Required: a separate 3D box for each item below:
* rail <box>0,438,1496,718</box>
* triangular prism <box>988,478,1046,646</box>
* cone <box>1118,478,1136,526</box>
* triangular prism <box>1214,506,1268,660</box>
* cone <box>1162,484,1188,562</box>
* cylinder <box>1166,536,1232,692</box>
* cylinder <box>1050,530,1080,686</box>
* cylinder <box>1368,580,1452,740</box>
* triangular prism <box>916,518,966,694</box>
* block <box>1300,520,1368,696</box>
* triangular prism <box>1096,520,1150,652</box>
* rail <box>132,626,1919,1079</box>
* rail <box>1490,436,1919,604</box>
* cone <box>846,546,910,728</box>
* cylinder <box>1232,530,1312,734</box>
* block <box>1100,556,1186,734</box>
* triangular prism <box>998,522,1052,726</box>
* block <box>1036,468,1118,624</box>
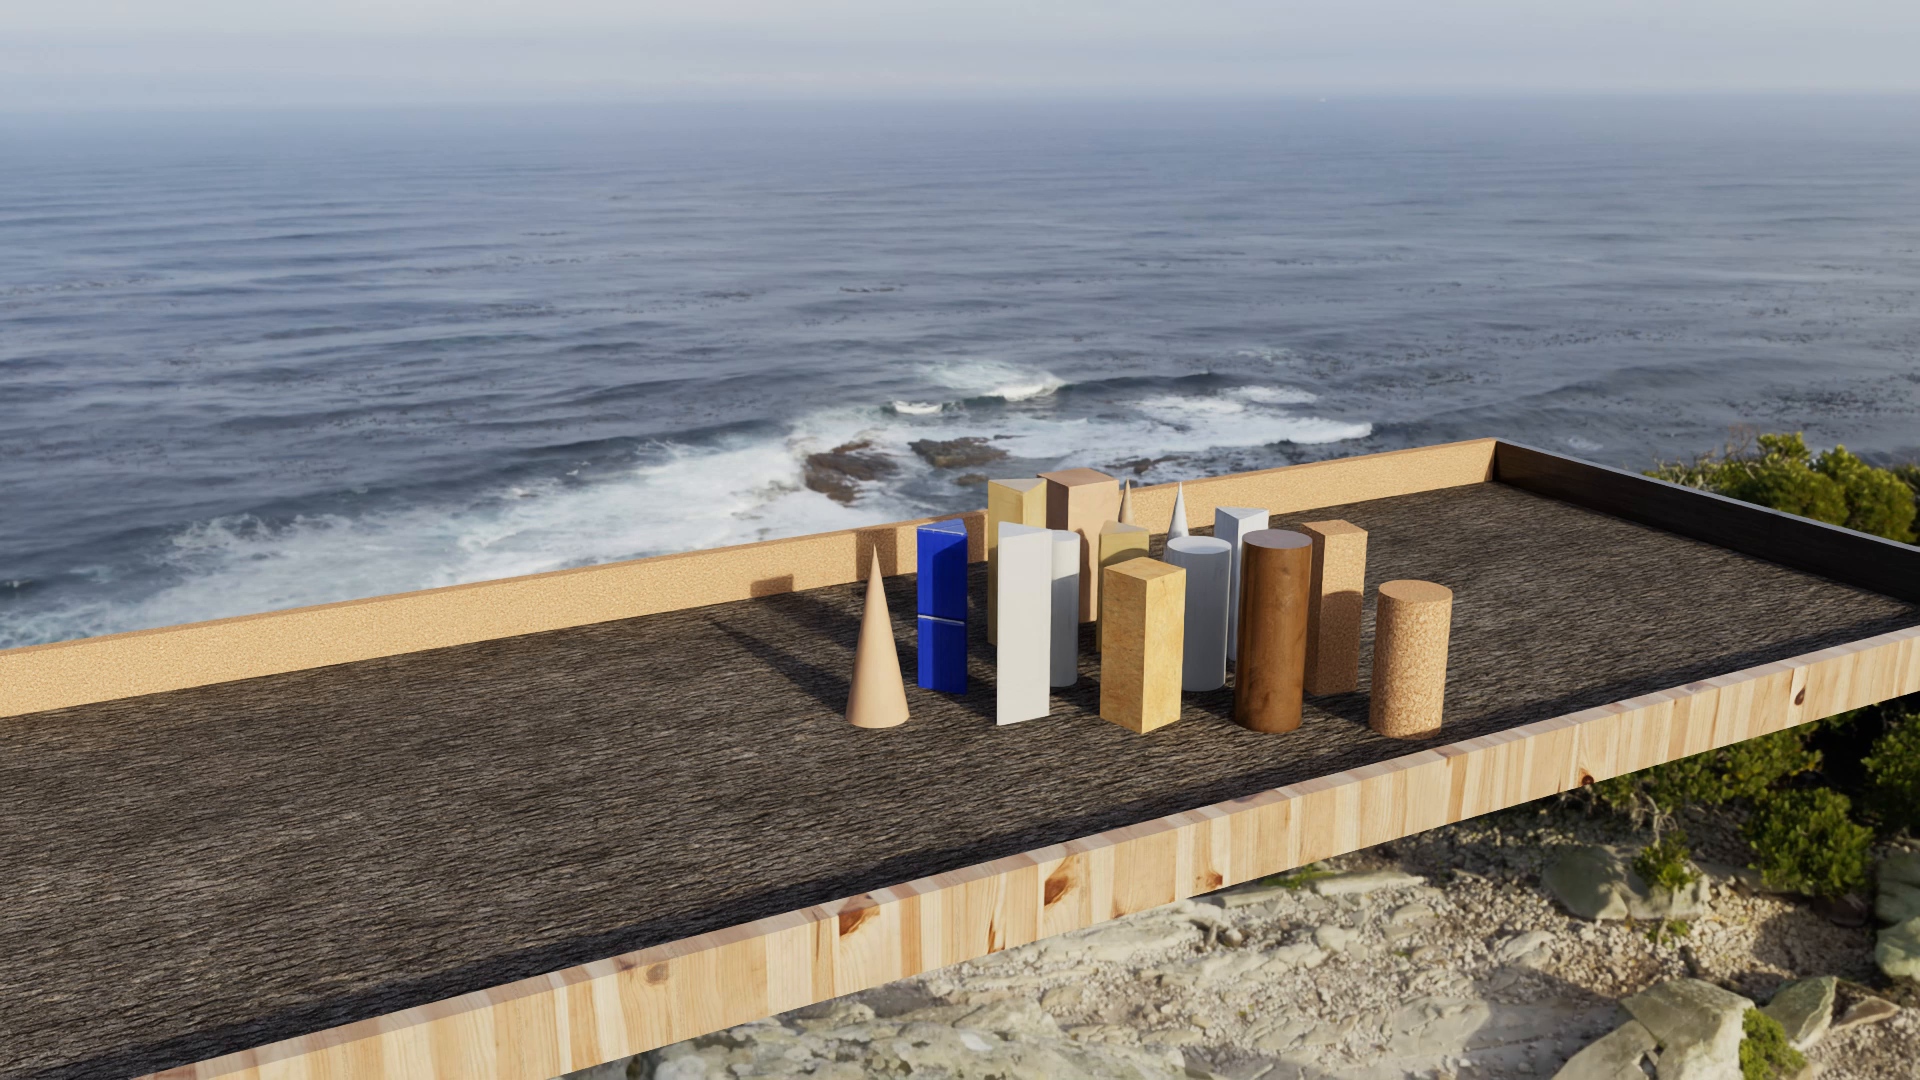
[{"bbox_3d":[-3.305,0.497,3.399,12.000,0.150,0.050,-9,18,-27],"label":"rail"},{"bbox_3d":[0.172,0.064,4.345,0.132,0.447,0.152,-12,20,-35],"label":"triangular prism"},{"bbox_3d":[0.487,-0.026,4.841,0.133,0.339,0.133,0,16,0],"label":"cone"},{"bbox_3d":[0.712,0.106,4.321,0.117,0.380,0.135,14,21,39],"label":"triangular prism"},{"bbox_3d":[0.609,0.019,4.607,0.143,0.386,0.143,0,16,0],"label":"cone"},{"bbox_3d":[0.588,0.182,4.105,0.157,0.355,0.157,0,16,0],"label":"cylinder"},{"bbox_3d":[0.245,0.171,4.104,0.102,0.378,0.102,0,16,0],"label":"cylinder"},{"bbox_3d":[1.042,0.276,3.821,0.164,0.335,0.164,0,16,0],"label":"cylinder"},{"bbox_3d":[-0.022,0.159,4.079,0.132,0.414,0.114,7,18,24],"label":"triangular prism"},{"bbox_3d":[0.908,0.166,4.061,0.115,0.410,0.115,-5,17,-18],"label":"block"},{"bbox_3d":[0.410,0.118,4.382,0.139,0.323,0.120,-5,17,-17],"label":"triangular prism"},{"bbox_3d":[-2.336,1.006,1.665,12.000,0.150,0.050,-9,18,-27],"label":"rail"},{"bbox_3d":[2.466,-0.048,5.253,0.050,0.150,2.100,-9,18,-27],"label":"rail"},{"bbox_3d":[-0.197,0.213,3.871,0.153,0.428,0.153,0,16,0],"label":"cone"},{"bbox_3d":[0.727,0.212,3.842,0.159,0.447,0.159,0,16,0],"label":"cylinder"},{"bbox_3d":[0.427,0.244,3.863,0.134,0.373,0.134,-14,22,-40],"label":"block"},{"bbox_3d":[0.123,0.191,3.891,0.139,0.459,0.121,-9,18,-27],"label":"triangular prism"},{"bbox_3d":[0.324,0.016,4.599,0.163,0.396,0.163,-9,19,-28],"label":"block"}]
